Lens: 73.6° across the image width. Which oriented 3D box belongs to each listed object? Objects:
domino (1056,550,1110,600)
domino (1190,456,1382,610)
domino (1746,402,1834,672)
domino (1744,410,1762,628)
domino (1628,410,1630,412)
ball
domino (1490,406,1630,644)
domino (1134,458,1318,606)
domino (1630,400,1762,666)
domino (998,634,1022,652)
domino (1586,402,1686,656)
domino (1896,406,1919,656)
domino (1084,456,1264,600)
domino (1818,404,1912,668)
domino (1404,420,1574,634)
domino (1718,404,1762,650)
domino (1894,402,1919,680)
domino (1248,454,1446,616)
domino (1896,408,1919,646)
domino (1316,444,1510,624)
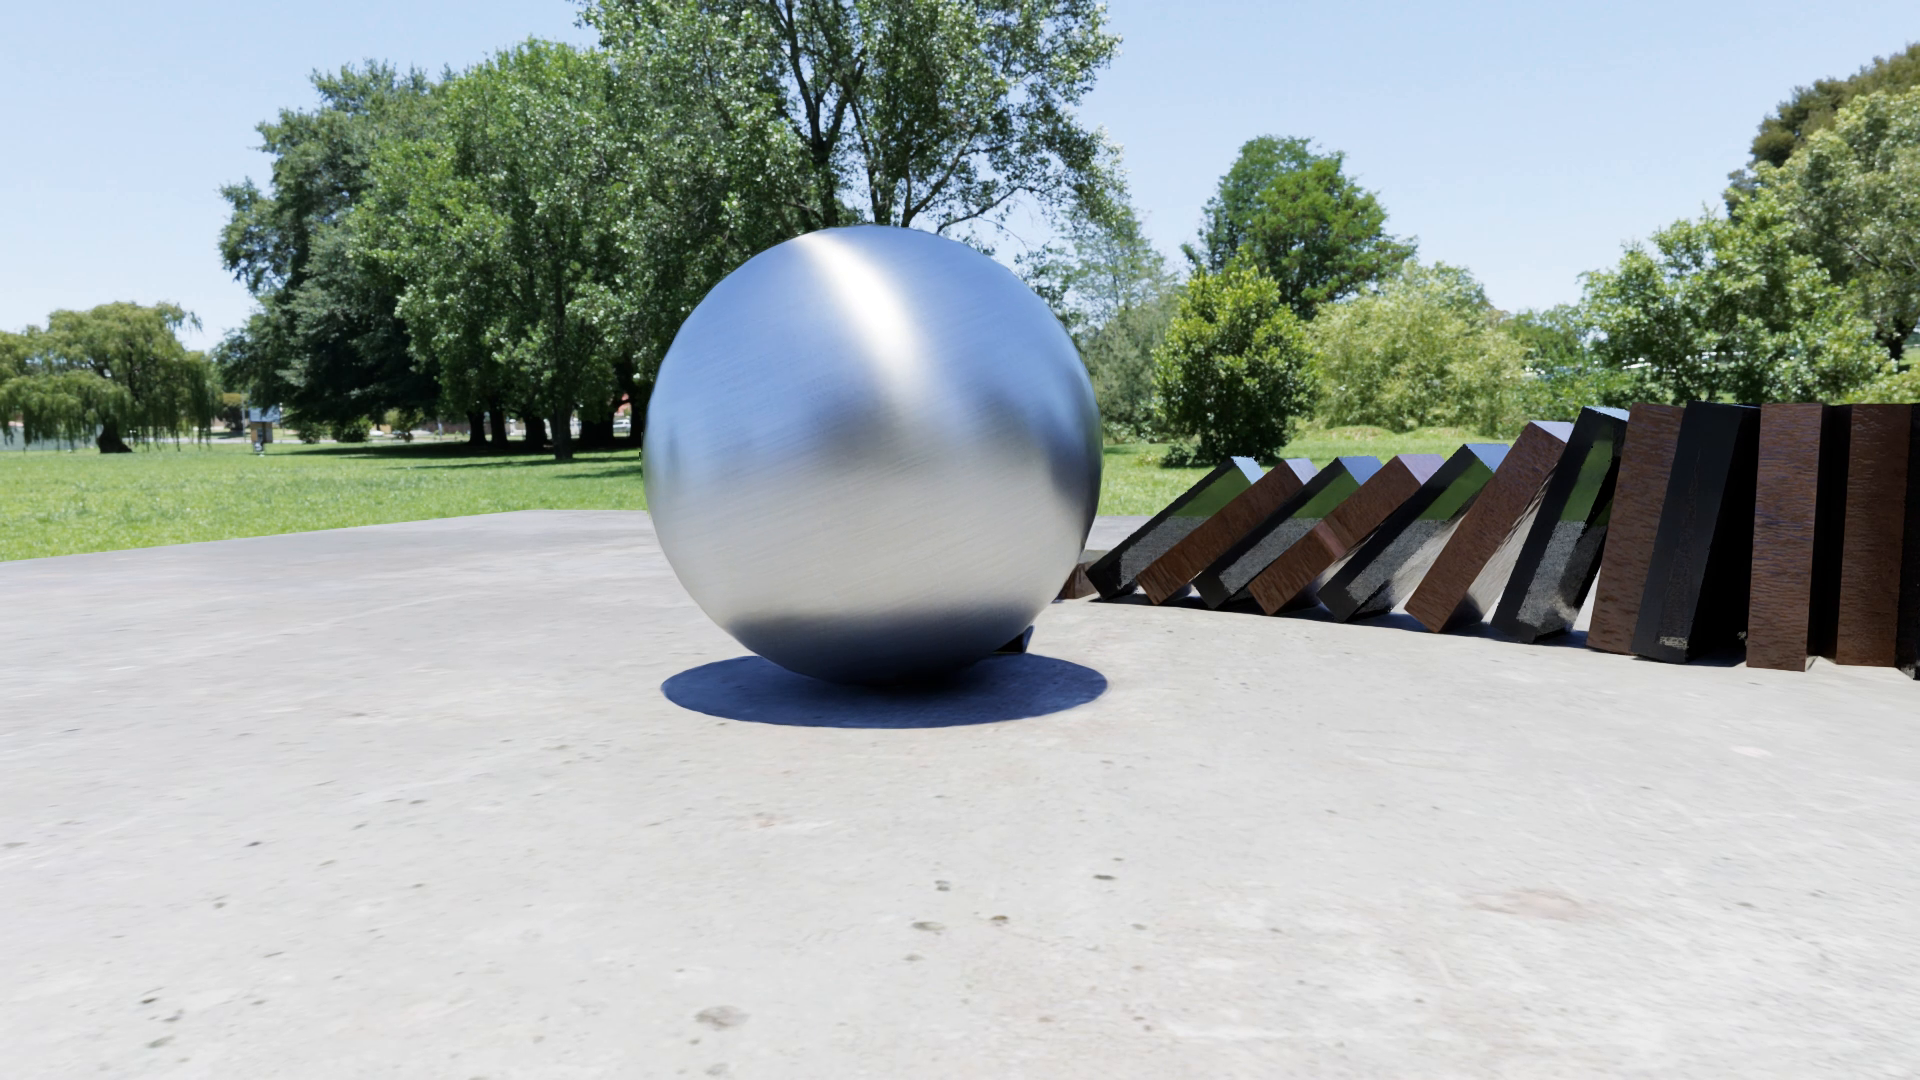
[{"bbox_3d":[0.031,0.009,0.378,0.025,0.010,0.050,2,5,25],"label":"domino"},{"bbox_3d":[0.084,-0.002,0.325,0.025,0.010,0.050,-5,-33,-52],"label":"domino"},{"bbox_3d":[0.162,-0.001,0.250,0.009,0.050,0.025,4,6,38],"label":"domino"},{"bbox_3d":[0.183,-0.005,0.305,0.010,0.050,0.025,-2,5,-21],"label":"domino"},{"bbox_3d":[0.164,-0.004,0.292,0.025,0.050,0.009,2,5,26],"label":"domino"},{"bbox_3d":[-0.015,-0.014,0.226,0.080,0.080,0.080,0,4,0],"label":"ball"},{"bbox_3d":[0.133,-0.003,0.276,0.009,0.050,0.025,30,23,38],"label":"domino"},{"bbox_3d":[0.072,-0.002,0.338,0.050,0.009,0.025,-41,-15,25],"label":"domino"},{"bbox_3d":[0.147,-0.002,0.254,0.009,0.050,0.025,17,14,41],"label":"domino"},{"bbox_3d":[0.001,-0.001,0.270,0.025,0.050,0.009,0,-28,3],"label":"domino"},{"bbox_3d":[0.143,-0.003,0.265,0.010,0.050,0.025,14,13,41],"label":"domino"},{"bbox_3d":[0.198,-0.002,0.257,0.010,0.050,0.025,-3,5,-38],"label":"domino"},{"bbox_3d":[0.059,-0.003,0.346,0.050,0.010,0.025,-40,-14,21],"label":"domino"},{"bbox_3d":[0.178,-0.002,0.255,0.009,0.050,0.025,2,5,20],"label":"domino"},{"bbox_3d":[0.122,-0.003,0.288,0.025,0.050,0.010,-5,38,-47],"label":"domino"},{"bbox_3d":[0.169,-0.003,0.270,0.025,0.050,0.010,-1,5,-31],"label":"domino"},{"bbox_3d":[0.181,0.000,0.238,0.010,0.050,0.025,3,5,25],"label":"domino"},{"bbox_3d":[0.096,-0.001,0.314,0.025,0.010,0.050,-5,-35,-48],"label":"domino"},{"bbox_3d":[0.203,-0.003,0.274,0.025,0.050,0.009,1,4,10],"label":"domino"},{"bbox_3d":[0.109,-0.001,0.301,0.025,0.050,0.010,-5,50,-47],"label":"domino"}]
